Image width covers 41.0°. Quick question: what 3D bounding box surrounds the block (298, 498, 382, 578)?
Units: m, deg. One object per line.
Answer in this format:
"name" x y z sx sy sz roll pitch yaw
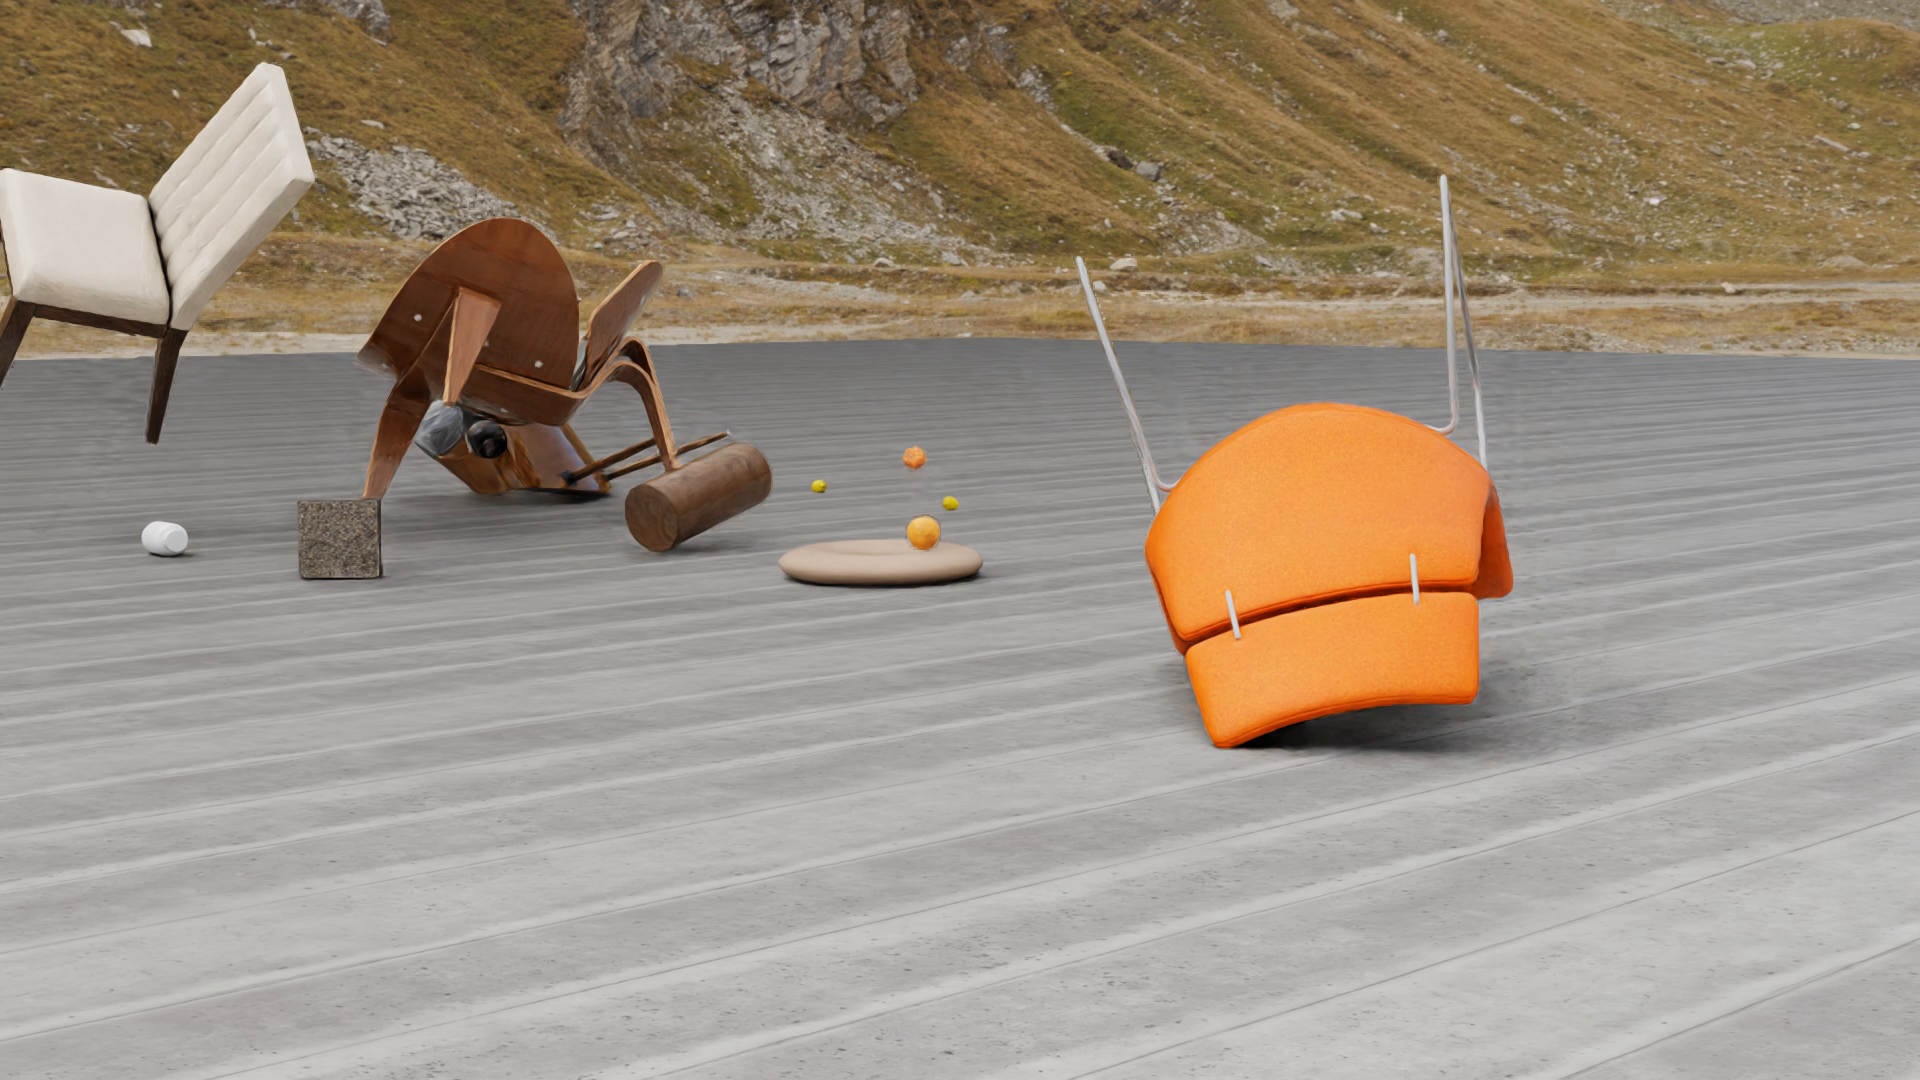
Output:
"block" -1.357 -0.004 5.620 0.168 0.166 0.101 -1 3 -9

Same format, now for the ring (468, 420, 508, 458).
"ring" -1.331 -0.284 7.230 0.111 0.102 0.082 15 25 -40

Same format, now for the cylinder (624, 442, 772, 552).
"cylinder" -0.633 -0.108 6.223 0.167 0.170 0.352 44 39 14

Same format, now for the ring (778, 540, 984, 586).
"ring" -0.173 0.048 5.627 0.436 0.066 0.466 5 8 39
